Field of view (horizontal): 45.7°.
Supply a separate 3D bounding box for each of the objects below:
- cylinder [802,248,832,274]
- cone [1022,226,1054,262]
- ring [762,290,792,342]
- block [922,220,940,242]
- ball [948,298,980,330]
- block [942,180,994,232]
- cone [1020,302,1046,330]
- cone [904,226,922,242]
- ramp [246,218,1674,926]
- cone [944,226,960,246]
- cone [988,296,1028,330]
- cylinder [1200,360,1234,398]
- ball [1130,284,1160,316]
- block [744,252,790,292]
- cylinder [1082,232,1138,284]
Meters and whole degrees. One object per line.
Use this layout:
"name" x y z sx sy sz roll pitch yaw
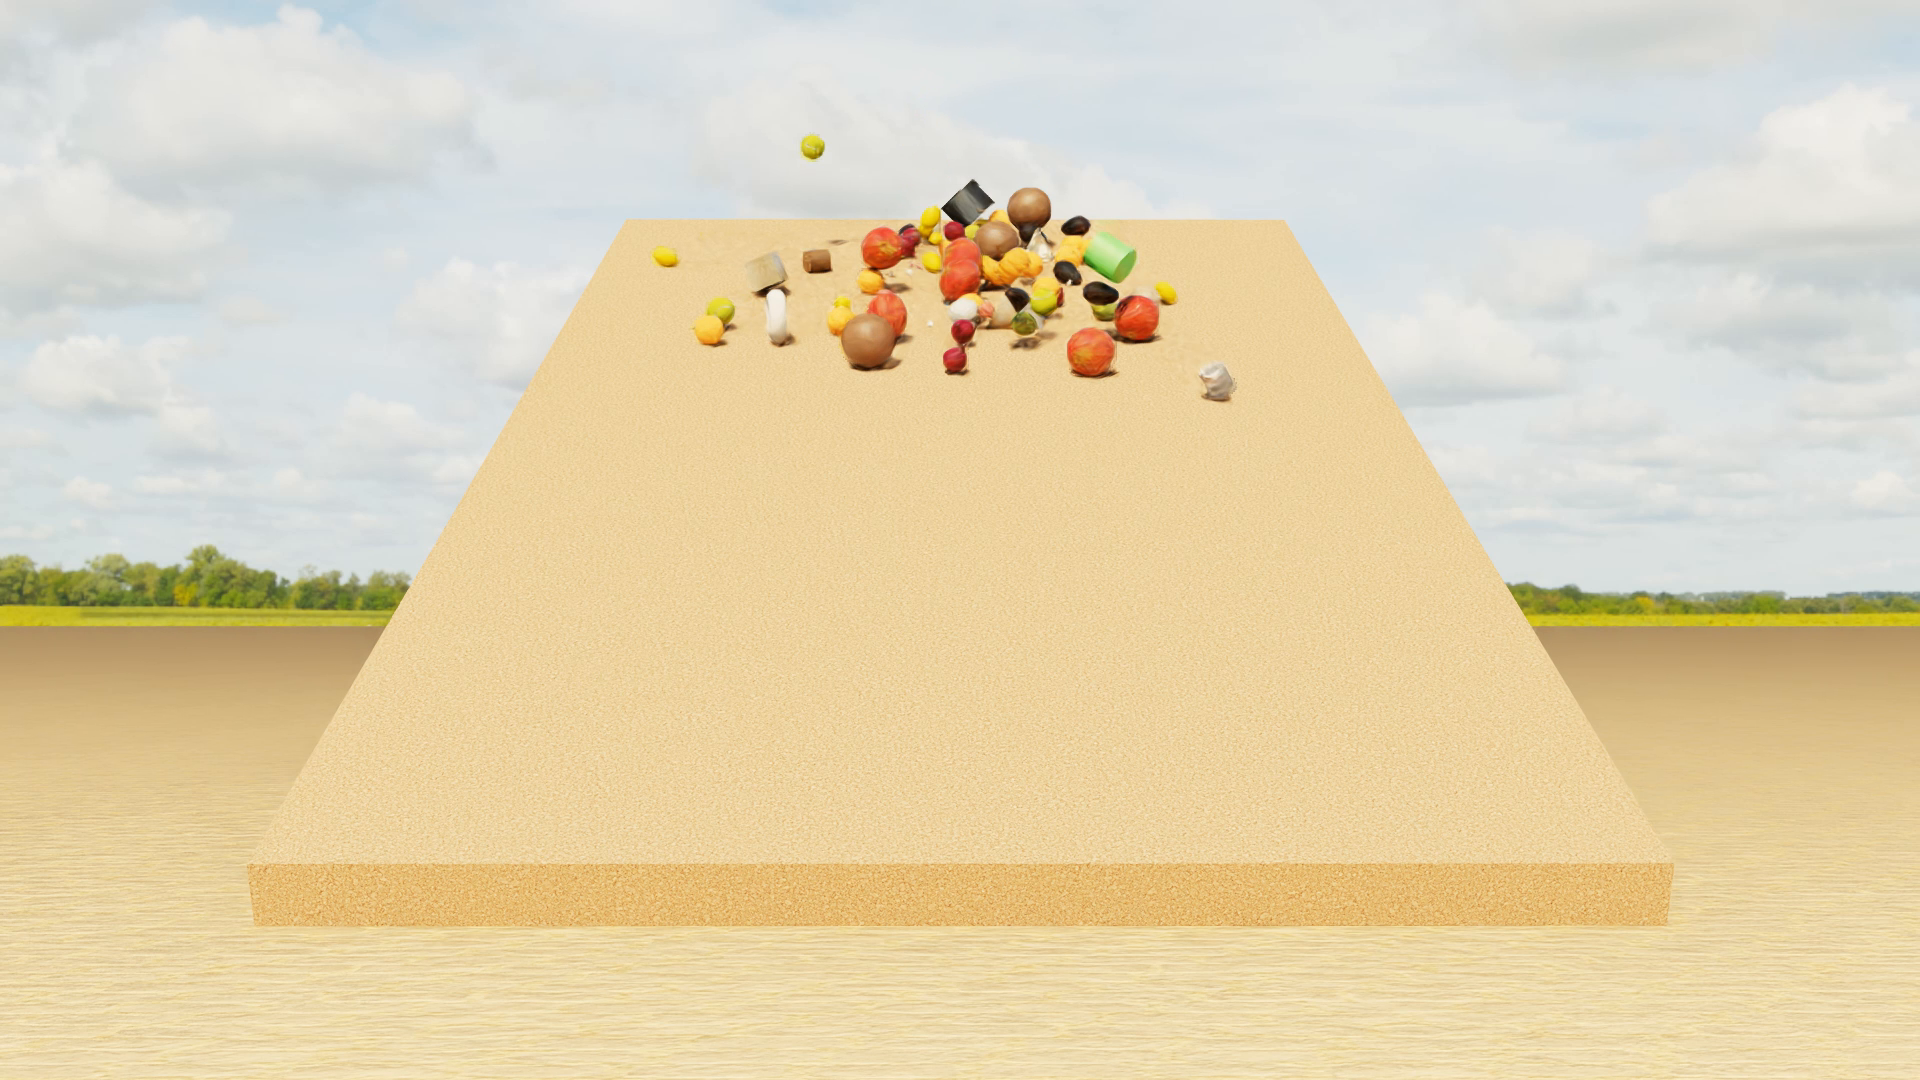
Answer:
"cylinder" -0.396 -0.773 6.313 0.062 0.062 0.062 -11 3 -26
"cone" 0.219 -0.841 6.440 0.091 0.091 0.091 -2 23 1
"ring" -0.453 -0.554 5.639 0.045 0.134 0.134 15 -7 -18
"block" -0.085 -0.905 6.670 0.052 0.052 0.052 0 23 2
"ball" 0.011 -0.572 5.767 0.079 0.079 0.079 0 -2 0
"block" 0.023 -0.979 6.678 0.091 0.091 0.091 -40 5 41
"cone" 0.196 -0.554 5.785 0.071 0.071 0.071 -14 -39 -12
"cone" -0.131 -0.882 6.653 0.051 0.051 0.051 28 -3 -1
"ramp" -0.006 -0.214 5.080 2.000 0.100 4.000 0 21 0
"cone" -0.036 -0.870 6.620 0.057 0.057 0.057 21 -35 16
"cone" 0.133 -0.557 5.777 0.092 0.092 0.092 31 0 4
"cylinder" 0.586 -0.366 5.204 0.061 0.061 0.061 -26 23 12
"ball" 0.477 -0.618 5.885 0.081 0.081 0.081 0 -2 0
"block" -0.516 -0.714 6.074 0.081 0.081 0.081 -22 3 13
"cylinder" 0.366 -0.690 5.571 0.095 0.095 0.095 36 13 22
